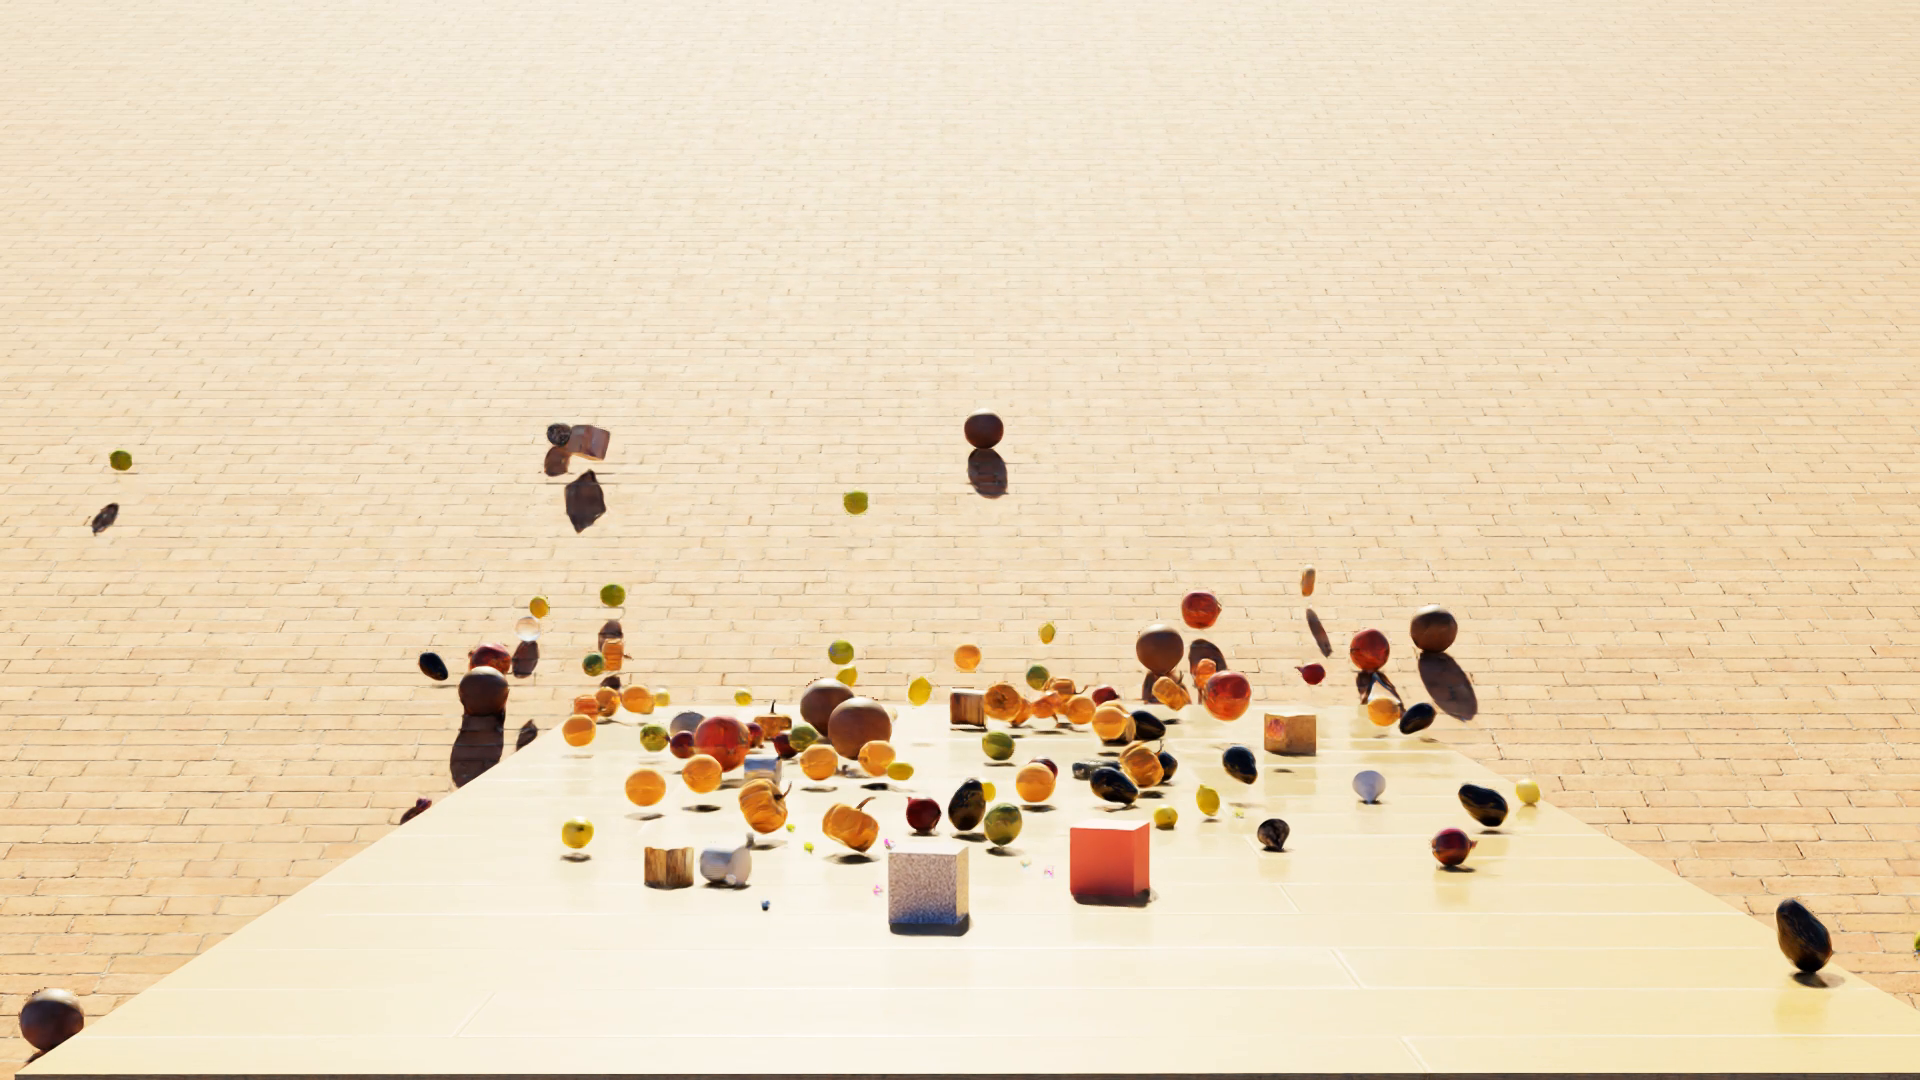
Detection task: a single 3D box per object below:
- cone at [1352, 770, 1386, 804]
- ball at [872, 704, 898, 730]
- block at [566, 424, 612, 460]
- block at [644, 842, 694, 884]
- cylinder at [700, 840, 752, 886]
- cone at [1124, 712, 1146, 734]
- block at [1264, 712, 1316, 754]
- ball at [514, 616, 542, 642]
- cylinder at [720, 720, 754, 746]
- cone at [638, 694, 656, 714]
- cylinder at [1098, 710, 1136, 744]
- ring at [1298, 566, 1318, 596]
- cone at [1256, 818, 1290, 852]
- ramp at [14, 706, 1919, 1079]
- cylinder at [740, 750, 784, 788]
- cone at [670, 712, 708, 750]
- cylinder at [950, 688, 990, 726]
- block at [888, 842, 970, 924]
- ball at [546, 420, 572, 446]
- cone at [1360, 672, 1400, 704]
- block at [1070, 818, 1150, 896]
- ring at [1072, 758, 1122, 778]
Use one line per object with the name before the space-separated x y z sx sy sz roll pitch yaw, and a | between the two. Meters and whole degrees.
cone | 0.739 0.458 4.659 0.062 0.062 0.062 4 29 8
ball | -0.172 0.408 5.959 0.058 0.058 0.058 0 26 0
block | -1.165 -0.306 8.100 0.091 0.091 0.091 18 -10 -32
block | -0.424 0.472 3.761 0.051 0.051 0.051 -2 2 -45
cylinder | -0.340 0.470 3.744 0.055 0.055 0.055 20 32 29
cone | 0.383 0.428 5.800 0.058 0.058 0.058 10 48 20
block | 0.705 0.410 5.500 0.079 0.079 0.079 -1 2 -28
ball | -1.183 0.242 7.063 0.073 0.073 0.073 0 26 0
cylinder | -0.484 0.420 5.606 0.052 0.052 0.052 19 3 35
cone | -0.766 0.415 6.368 0.050 0.050 0.050 -10 32 -20
cylinder | 0.344 0.413 5.647 0.063 0.063 0.063 21 32 22
ring | 0.980 0.116 7.263 0.031 0.094 0.094 23 28 2
cone | 0.500 0.477 4.071 0.053 0.053 0.053 -2 28 -4
ramp | 0.058 0.525 4.563 2.000 0.100 4.000 0 2 0
cylinder | -0.373 0.437 4.875 0.060 0.060 0.060 28 31 9
cone | -0.579 0.429 5.559 0.087 0.087 0.087 -5 29 -10
cylinder | 0.022 0.390 6.013 0.083 0.083 0.083 4 26 7
block | -0.042 0.459 3.457 0.093 0.093 0.093 0 2 11
ball | -1.284 -0.342 8.274 0.084 0.084 0.084 0 26 0
cone | 1.093 0.399 6.644 0.096 0.096 0.096 22 29 6
block | 0.215 0.452 3.682 0.094 0.094 0.094 0 2 18
ring | 0.266 0.446 5.036 0.098 0.033 0.098 0 3 0
